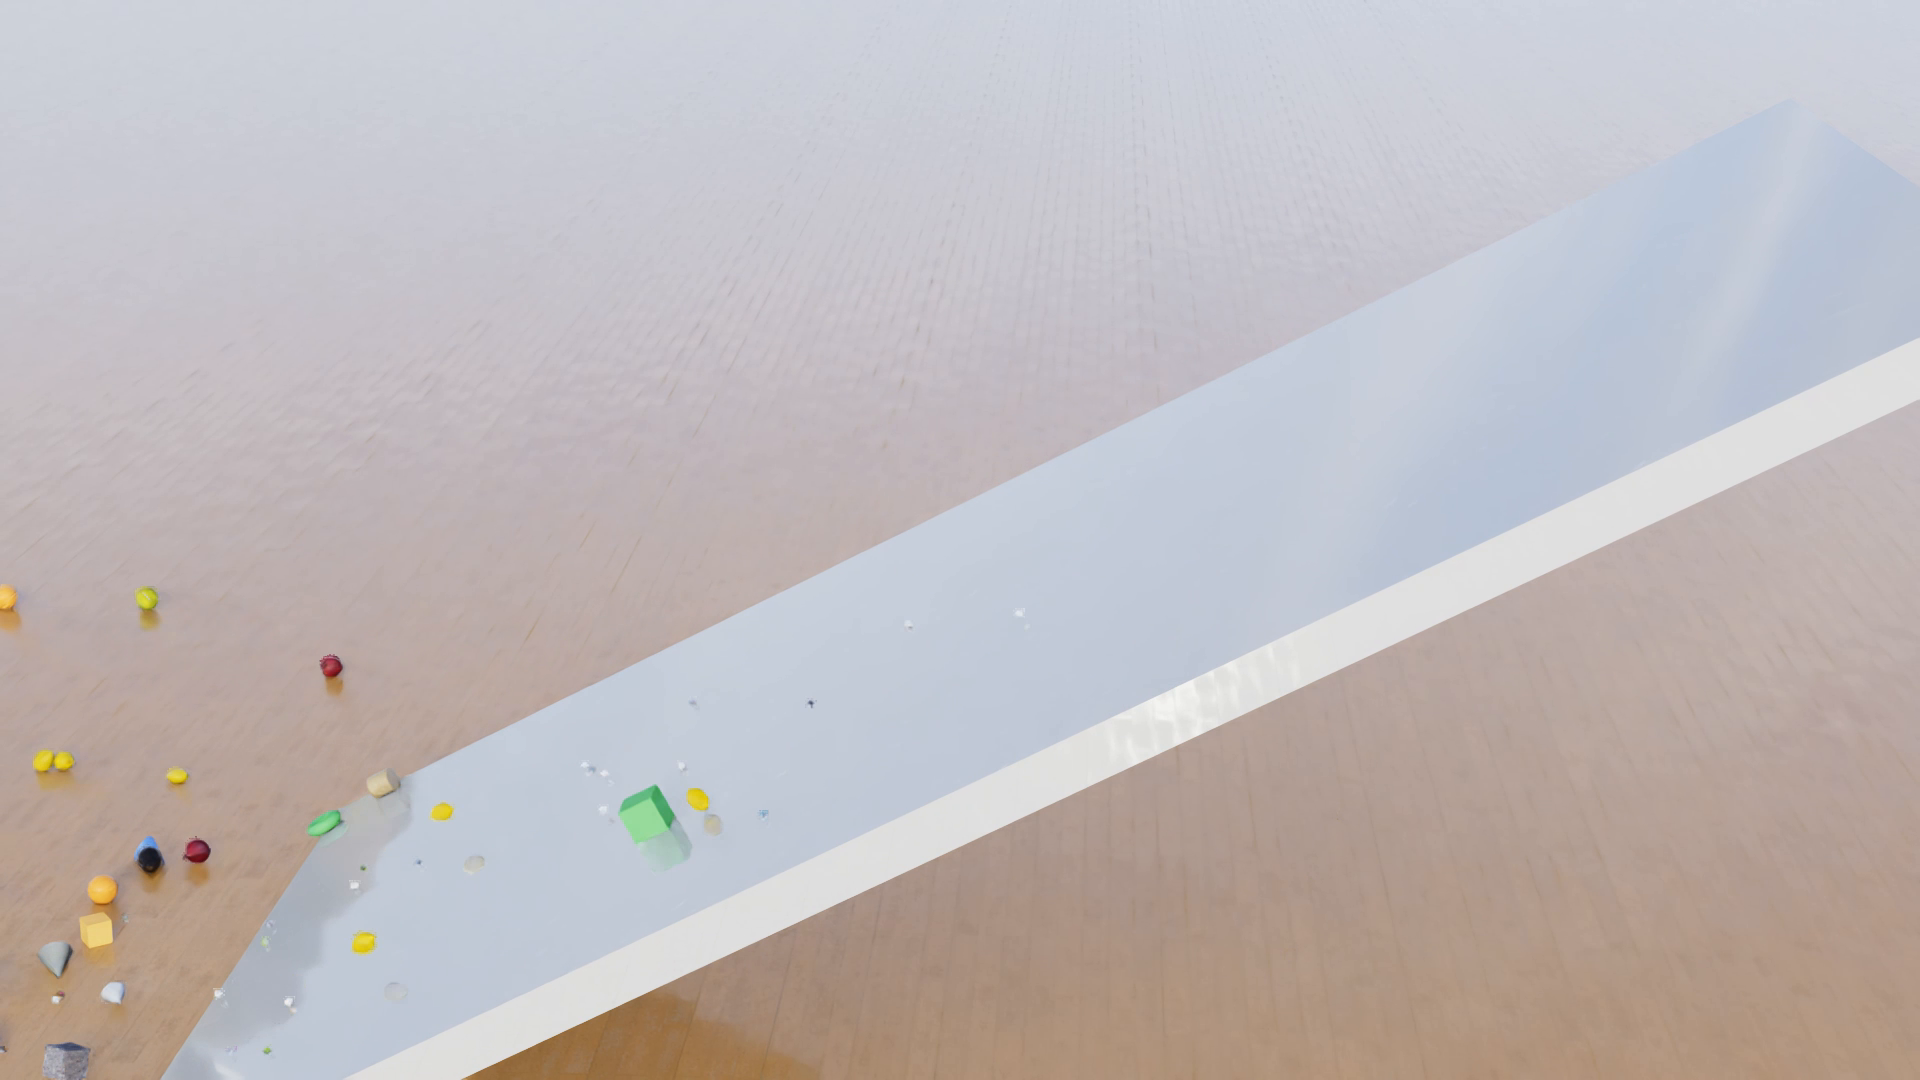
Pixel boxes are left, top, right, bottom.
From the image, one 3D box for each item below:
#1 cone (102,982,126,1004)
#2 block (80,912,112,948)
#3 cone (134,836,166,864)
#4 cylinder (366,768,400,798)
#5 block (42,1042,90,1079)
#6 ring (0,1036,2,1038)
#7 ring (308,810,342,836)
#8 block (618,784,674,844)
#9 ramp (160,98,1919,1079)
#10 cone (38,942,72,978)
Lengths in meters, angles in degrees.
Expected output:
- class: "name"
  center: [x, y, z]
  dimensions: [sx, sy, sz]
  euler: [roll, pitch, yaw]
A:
- class: "cone"
  center: [-1.913, 1.039, 6.671]
  dimensions: [0.054, 0.054, 0.054]
  euler: [-10, 28, -29]
- class: "block"
  center: [-2.061, 0.930, 7.017]
  dimensions: [0.058, 0.058, 0.058]
  euler: [-11, 20, -32]
- class: "cone"
  center: [-2.047, 0.802, 7.477]
  dimensions: [0.071, 0.071, 0.071]
  euler: [33, 26, 11]
- class: "cylinder"
  center: [-1.464, 0.617, 7.465]
  dimensions: [0.060, 0.060, 0.060]
  euler: [-25, 12, 15]
- class: "block"
  center: [-1.926, 1.125, 6.337]
  dimensions: [0.066, 0.066, 0.066]
  euler: [7, 2, 36]
- class: "ring"
  center: [-2.172, 1.104, 6.491]
  dimensions: [0.107, 0.036, 0.107]
  euler: [0, 16, 0]
- class: "ring"
  center: [-1.610, 0.718, 7.450]
  dimensions: [0.094, 0.031, 0.094]
  euler: [-28, 14, 7]
- class: "block"
  center: [-0.642, 0.562, 6.023]
  dimensions: [0.077, 0.077, 0.077]
  euler: [-26, 14, 11]
- class: "ramp"
  center: [0.140, 0.167, 6.281]
  dimensions: [4.000, 0.100, 2.000]
  euler: [-26, 14, 10]
- class: "cone"
  center: [-2.104, 0.992, 6.853]
  dimensions: [0.079, 0.079, 0.079]
  euler: [-7, 45, -21]
